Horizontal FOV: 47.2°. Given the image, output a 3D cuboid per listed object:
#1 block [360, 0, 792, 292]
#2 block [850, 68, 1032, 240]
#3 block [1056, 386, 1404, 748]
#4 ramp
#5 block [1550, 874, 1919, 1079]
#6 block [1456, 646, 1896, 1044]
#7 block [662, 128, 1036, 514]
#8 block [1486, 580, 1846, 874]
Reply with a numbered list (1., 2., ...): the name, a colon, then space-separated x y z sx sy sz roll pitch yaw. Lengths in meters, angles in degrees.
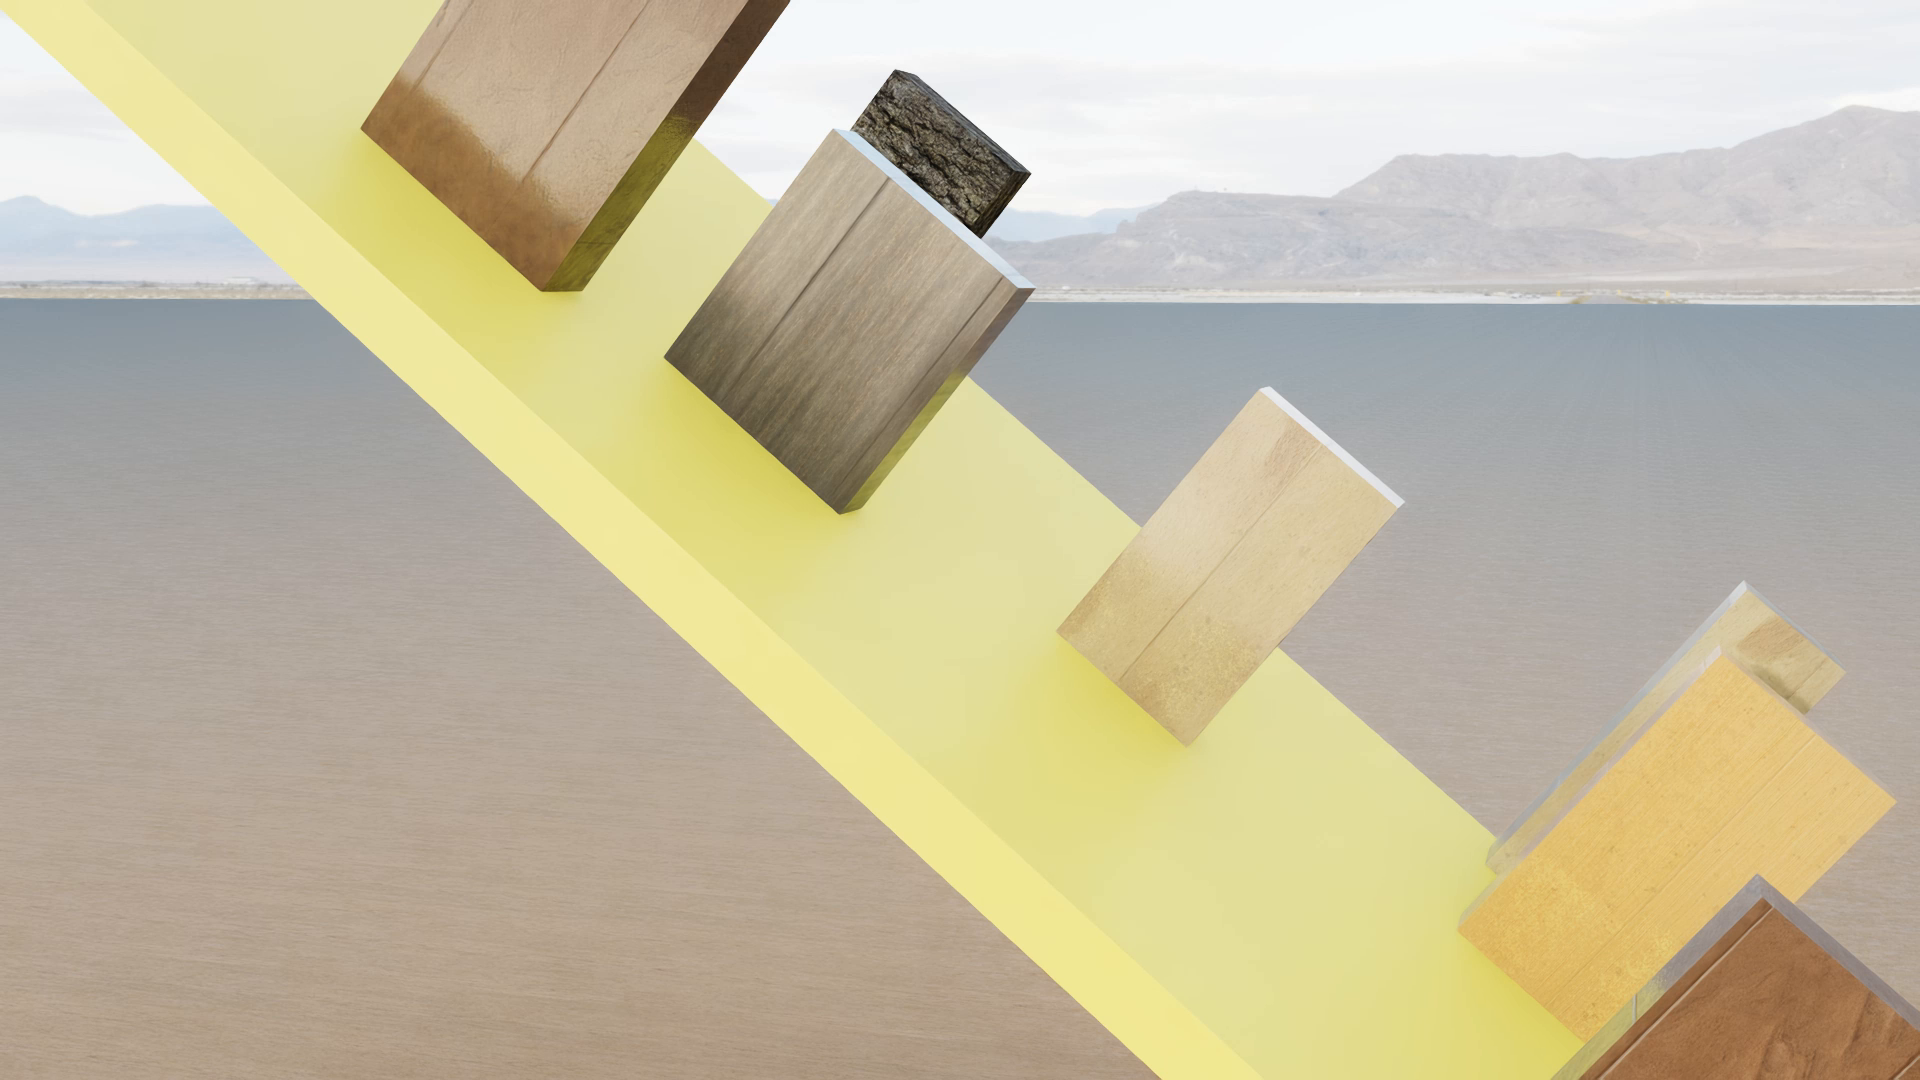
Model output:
1. block: -0.599 -0.821 3.587 0.423 0.722 0.148 42 16 9
2. block: -0.141 -0.687 4.642 0.332 0.493 0.139 42 16 9
3. block: 0.473 0.048 3.877 0.311 0.565 0.113 42 16 9
4. ramp: 0.000 0.048 4.040 4.000 0.100 2.000 42 16 9
5. block: 0.958 0.770 2.912 0.290 0.612 0.120 42 16 9
6. block: 1.285 0.581 3.982 0.385 0.697 0.105 42 16 9
7. block: -0.188 -0.363 3.679 0.409 0.487 0.110 42 16 9
8. block: 1.435 0.458 4.506 0.246 0.772 0.143 42 16 9
